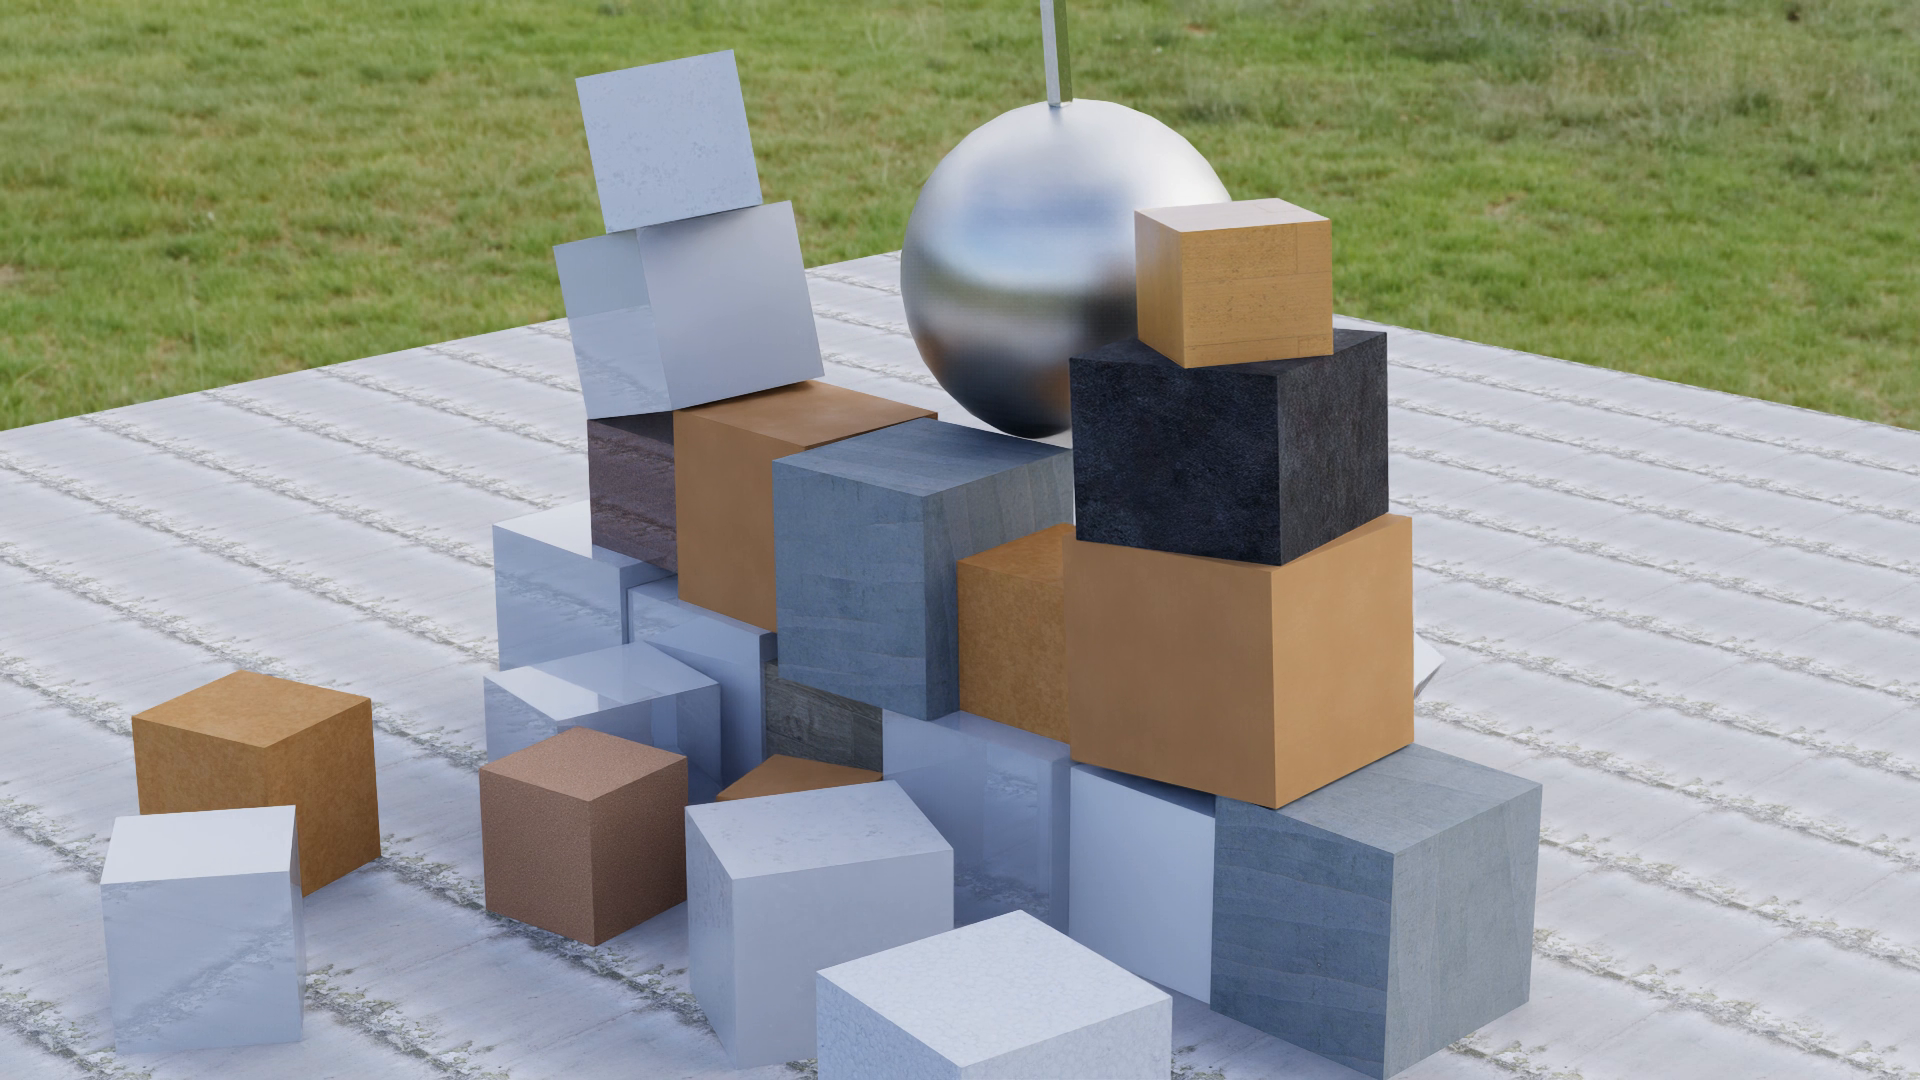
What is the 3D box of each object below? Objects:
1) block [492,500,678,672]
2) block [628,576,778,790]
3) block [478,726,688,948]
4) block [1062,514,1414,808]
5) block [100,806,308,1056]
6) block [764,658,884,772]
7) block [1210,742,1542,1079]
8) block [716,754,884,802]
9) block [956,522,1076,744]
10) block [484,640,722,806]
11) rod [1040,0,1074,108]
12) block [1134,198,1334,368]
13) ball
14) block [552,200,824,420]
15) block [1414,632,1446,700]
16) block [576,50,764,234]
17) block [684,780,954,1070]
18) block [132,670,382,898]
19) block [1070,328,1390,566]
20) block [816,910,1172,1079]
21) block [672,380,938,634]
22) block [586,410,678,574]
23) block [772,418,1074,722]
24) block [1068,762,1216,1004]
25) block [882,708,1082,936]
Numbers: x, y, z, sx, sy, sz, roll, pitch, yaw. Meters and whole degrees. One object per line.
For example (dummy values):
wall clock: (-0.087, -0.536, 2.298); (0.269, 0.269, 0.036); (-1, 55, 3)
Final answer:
block: (-1.637, 0.424, 15.199); (1.110, 1.077, 1.036); (-17, 24, -42)
block: (-0.916, 0.692, 14.537); (0.973, 0.963, 1.043); (17, 24, 42)
block: (-1.663, 1.307, 13.050); (0.656, 0.682, 0.638); (12, 21, 34)
block: (1.165, 0.414, 12.204); (1.058, 0.976, 0.988); (10, 20, 41)
block: (-3.087, 1.591, 12.035); (0.728, 0.749, 0.687); (-3, 18, -10)
block: (-0.275, 0.966, 13.896); (0.912, 0.825, 0.904); (17, 24, 42)
block: (1.704, 1.470, 12.044); (0.892, 0.974, 0.998); (17, 24, 42)
block: (-0.702, 1.353, 13.097); (0.564, 0.565, 0.549); (8, 19, 24)
block: (0.515, 0.410, 12.879); (0.756, 0.700, 0.724); (14, 23, 40)
block: (-1.695, 1.003, 13.948); (0.860, 0.723, 0.739); (-12, 21, -34)
rod: (0.226, -4.356, 12.210); (0.080, 5.200, 0.080); (17, 31, 42)
block: (1.093, -1.041, 11.784); (0.613, 0.537, 0.658); (-6, 15, -12)
ball: (0.522, -1.226, 13.504); (1.600, 1.600, 1.600); (0, 17, 0)
block: (-1.330, -1.123, 14.362); (0.880, 0.869, 0.834); (-15, 8, -35)
block: (1.752, 0.665, 13.828); (0.657, 0.590, 0.665); (42, 37, 13)
block: (-1.383, -1.880, 13.940); (0.740, 0.723, 0.757); (-11, 6, -5)
block: (-0.581, 1.558, 12.011); (0.909, 0.824, 0.776); (-6, 18, -18)
block: (-3.215, 1.133, 13.432); (0.787, 0.784, 0.714); (9, 20, 28)
block: (1.111, -0.425, 11.991); (0.948, 0.759, 0.933); (7, 18, 34)
block: (0.114, 2.003, 10.405); (0.899, 0.940, 0.885); (-12, 21, -34)
block: (-0.735, -0.159, 14.051); (0.849, 0.953, 0.934); (-17, 24, -42)
block: (-1.321, -0.295, 14.617); (0.774, 0.645, 0.714); (-17, 24, -42)
block: (-0.159, 0.108, 13.316); (0.918, 1.023, 1.004); (14, 22, 40)
block: (1.076, 1.357, 12.634); (0.825, 0.835, 0.888); (16, 24, 42)
block: (0.403, 1.139, 13.225); (0.987, 0.896, 1.133); (15, 23, 40)
